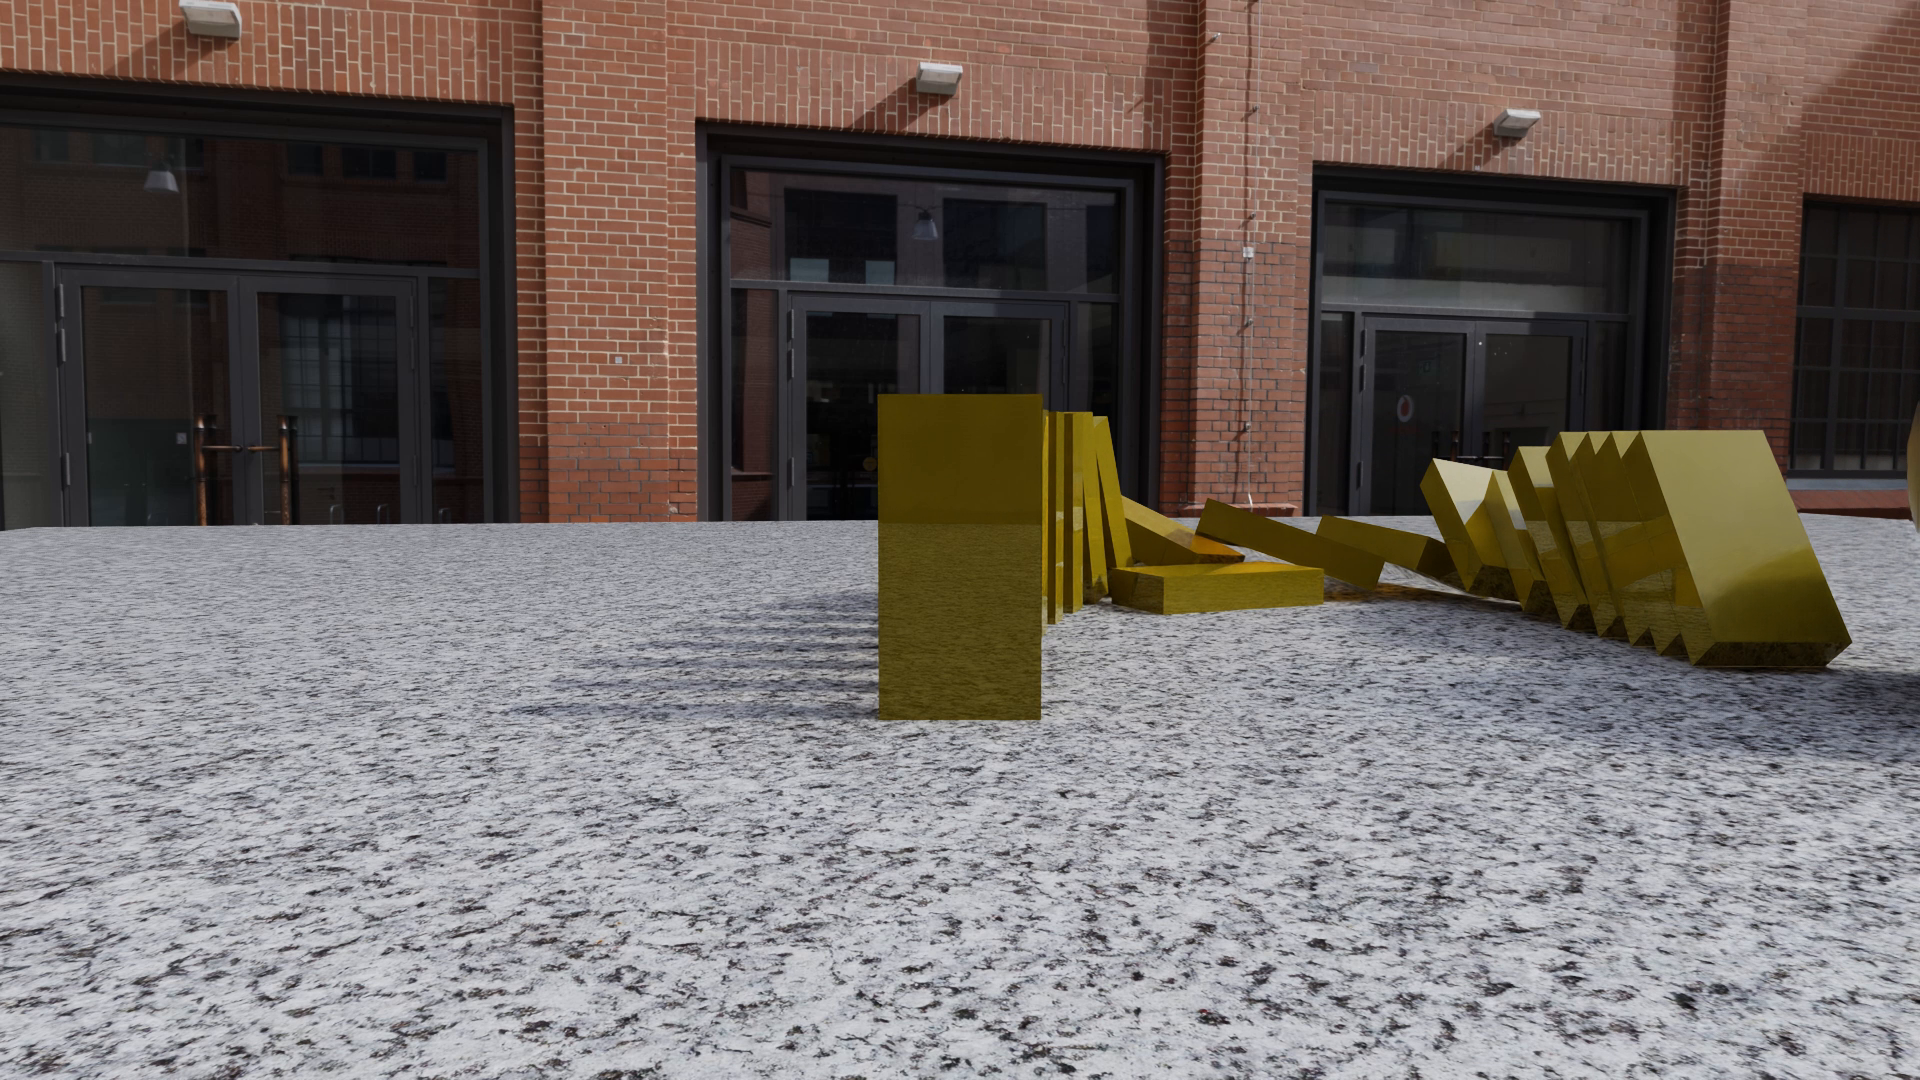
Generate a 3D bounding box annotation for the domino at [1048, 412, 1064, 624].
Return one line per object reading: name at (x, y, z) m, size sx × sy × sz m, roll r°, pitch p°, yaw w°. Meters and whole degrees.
domino at (0.012, -0.006, 0.308) m, size 0.025 × 0.050 × 0.009 m, roll 1°, pitch 4°, yaw 15°

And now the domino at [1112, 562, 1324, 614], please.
domino at (0.068, 0.012, 0.341) m, size 0.050 × 0.009 × 0.025 m, roll -2°, pitch 5°, yaw -24°

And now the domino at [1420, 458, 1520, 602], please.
domino at (0.144, -0.003, 0.347) m, size 0.025 × 0.009 × 0.050 m, roll 10°, pitch 36°, yaw -4°

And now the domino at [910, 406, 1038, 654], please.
domino at (0.003, -0.002, 0.266) m, size 0.025 × 0.050 × 0.009 m, roll 1°, pitch 4°, yaw 8°

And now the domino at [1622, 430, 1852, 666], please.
domino at (0.153, 0.001, 0.255) m, size 0.025 × 0.050 × 0.009 m, roll 0°, pitch -34°, yaw 1°

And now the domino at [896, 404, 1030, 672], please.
domino at (0.001, -0.001, 0.244) m, size 0.025 × 0.050 × 0.009 m, roll 0°, pitch 4°, yaw 4°

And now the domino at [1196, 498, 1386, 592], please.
domino at (0.092, 0.002, 0.362) m, size 0.050 × 0.010 × 0.025 m, roll 20°, pitch 1°, yaw 10°

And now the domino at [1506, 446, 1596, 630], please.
domino at (0.151, -0.001, 0.306) m, size 0.025 × 0.010 × 0.050 m, roll 0°, pitch 49°, yaw 1°

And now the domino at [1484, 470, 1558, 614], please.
domino at (0.152, 0.000, 0.325) m, size 0.025 × 0.009 × 0.050 m, roll 6°, pitch 35°, yaw 6°

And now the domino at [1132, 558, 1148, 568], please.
domino at (0.034, 0.009, 0.388) m, size 0.050 × 0.009 × 0.025 m, roll 3°, pitch 5°, yaw 30°

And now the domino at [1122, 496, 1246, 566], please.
domino at (0.056, -0.001, 0.380) m, size 0.025 × 0.009 × 0.050 m, roll 3°, pitch 20°, yaw -46°

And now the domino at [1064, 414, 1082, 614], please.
domino at (0.018, -0.007, 0.328) m, size 0.025 × 0.050 × 0.009 m, roll 2°, pitch 6°, yaw 20°

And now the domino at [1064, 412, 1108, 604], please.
domino at (0.024, -0.009, 0.343) m, size 0.025 × 0.050 × 0.009 m, roll 2°, pitch 18°, yaw 30°

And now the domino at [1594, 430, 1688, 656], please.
domino at (0.153, 0.000, 0.267) m, size 0.025 × 0.050 × 0.009 m, roll 0°, pitch -34°, yaw 1°

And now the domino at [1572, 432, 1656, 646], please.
domino at (0.154, -0.001, 0.279) m, size 0.025 × 0.050 × 0.009 m, roll 0°, pitch -34°, yaw 1°

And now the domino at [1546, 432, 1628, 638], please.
domino at (0.153, -0.002, 0.291) m, size 0.025 × 0.050 × 0.010 m, roll 0°, pitch -34°, yaw 1°

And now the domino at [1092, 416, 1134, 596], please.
domino at (0.032, -0.009, 0.356) m, size 0.025 × 0.050 × 0.010 m, roll 3°, pitch 27°, yaw 33°

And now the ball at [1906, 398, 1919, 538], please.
ball at (0.198, -0.013, 0.201) m, size 0.080 × 0.080 × 0.080 m, roll 0°, pitch 4°, yaw 0°

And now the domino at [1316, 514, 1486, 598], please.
domino at (0.128, 0.004, 0.372) m, size 0.025 × 0.010 × 0.050 m, roll 21°, pitch 1°, yaw -19°

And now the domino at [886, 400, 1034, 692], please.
domino at (0.000, 0.001, 0.222) m, size 0.025 × 0.050 × 0.010 m, roll 0°, pitch 4°, yaw 1°

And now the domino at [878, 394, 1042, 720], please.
domino at (0.000, 0.002, 0.201) m, size 0.025 × 0.050 × 0.009 m, roll 0°, pitch 4°, yaw 0°

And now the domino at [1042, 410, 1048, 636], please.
domino at (0.007, -0.004, 0.287) m, size 0.025 × 0.050 × 0.010 m, roll 1°, pitch 4°, yaw 11°
